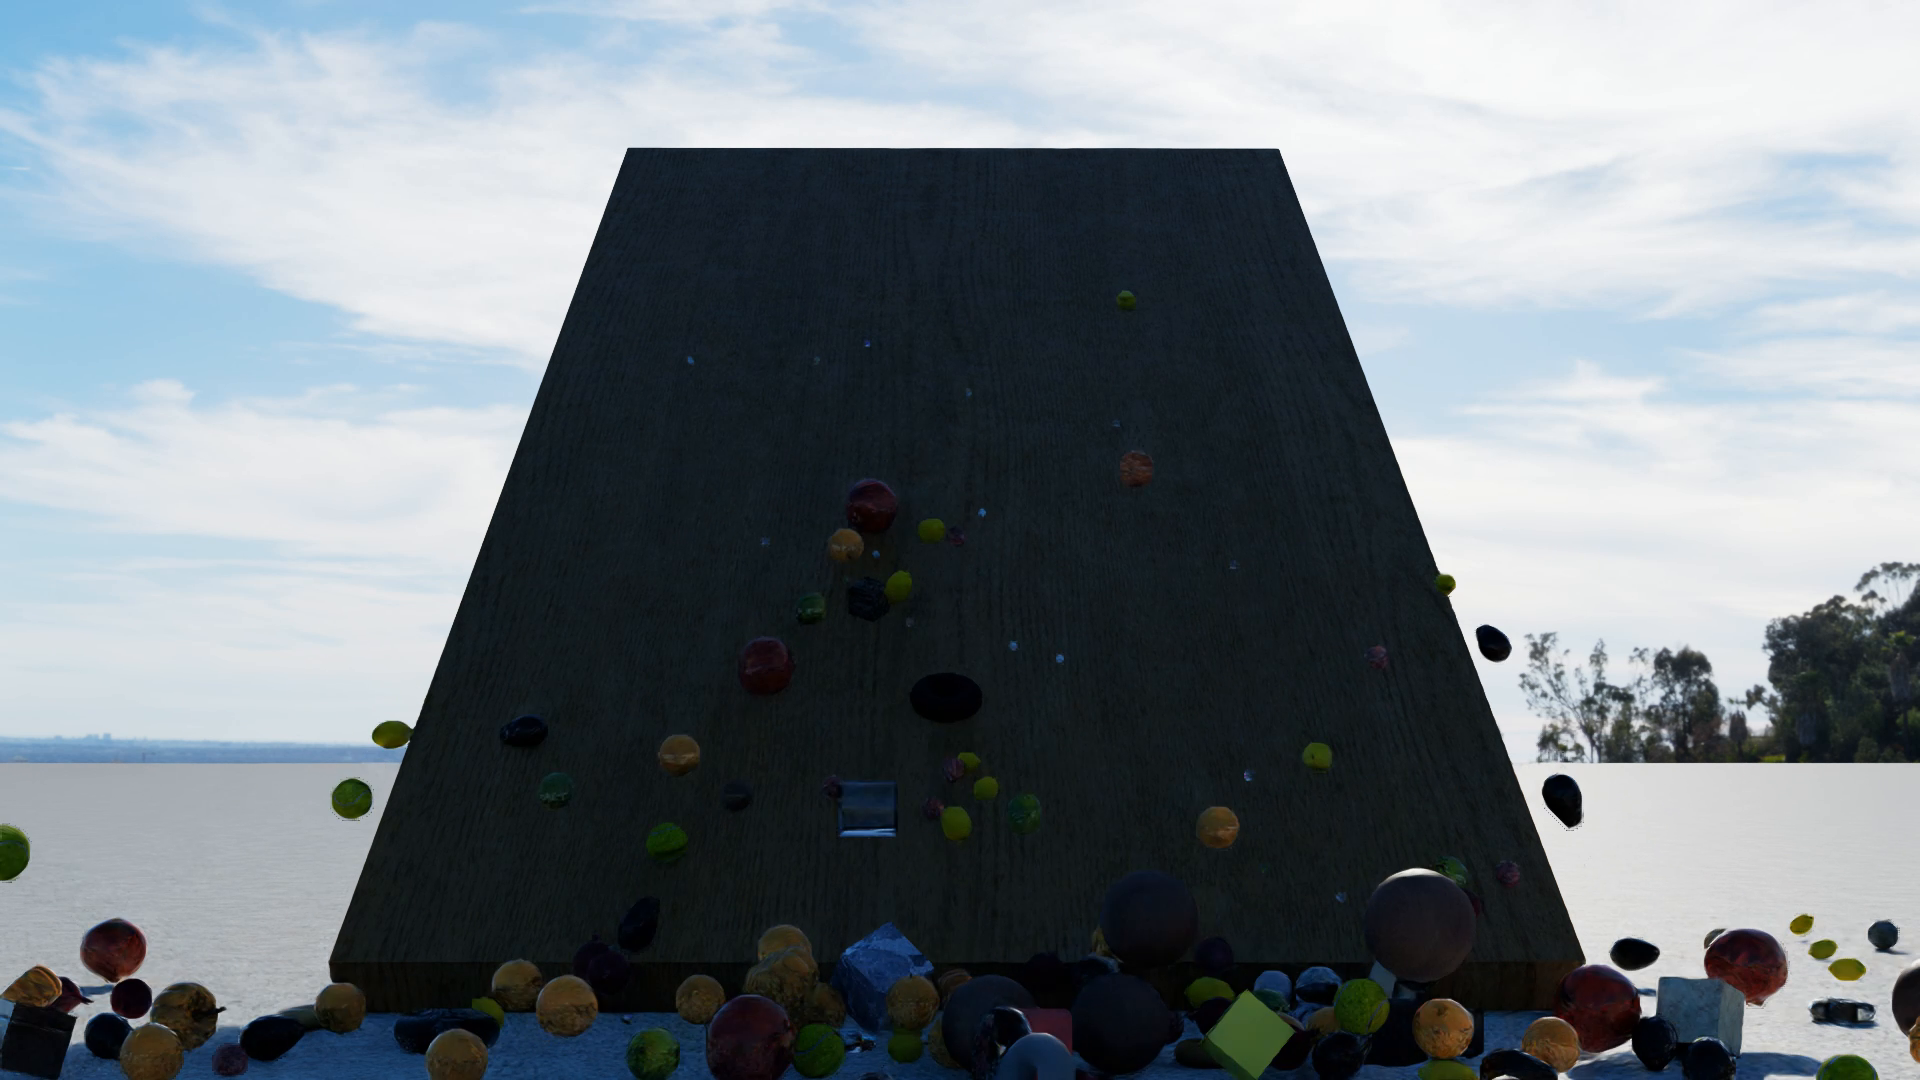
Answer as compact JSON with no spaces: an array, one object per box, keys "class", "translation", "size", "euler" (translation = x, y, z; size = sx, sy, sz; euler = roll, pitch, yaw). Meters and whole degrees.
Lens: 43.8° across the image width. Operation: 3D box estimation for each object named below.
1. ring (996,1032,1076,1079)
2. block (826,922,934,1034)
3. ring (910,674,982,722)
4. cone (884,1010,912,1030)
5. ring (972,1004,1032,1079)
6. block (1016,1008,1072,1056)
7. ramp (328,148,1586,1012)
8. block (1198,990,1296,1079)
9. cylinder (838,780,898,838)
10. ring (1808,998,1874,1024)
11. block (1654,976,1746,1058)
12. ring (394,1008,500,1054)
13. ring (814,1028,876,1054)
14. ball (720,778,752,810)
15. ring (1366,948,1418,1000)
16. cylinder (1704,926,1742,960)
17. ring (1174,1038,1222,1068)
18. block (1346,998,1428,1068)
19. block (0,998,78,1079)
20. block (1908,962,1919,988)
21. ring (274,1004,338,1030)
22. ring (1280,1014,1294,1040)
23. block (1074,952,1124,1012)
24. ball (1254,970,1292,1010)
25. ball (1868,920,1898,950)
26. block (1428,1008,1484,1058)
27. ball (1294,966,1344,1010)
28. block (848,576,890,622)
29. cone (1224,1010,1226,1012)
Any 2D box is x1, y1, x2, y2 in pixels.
[{"class":"ring","translation":[0.077,0.572,2.483],"size":[0.039,0.118,0.118],"euler":[21,-15,-30]},{"class":"block","translation":[-0.116,0.640,3.477],"size":[0.098,0.098,0.098],"euler":[-27,-30,-40]},{"class":"ring","translation":[-0.025,0.294,4.454],"size":[0.136,0.045,0.136],"euler":[1,28,-1]},{"class":"cone","translation":[-0.104,0.699,3.583],"size":[0.053,0.053,0.053],"euler":[-17,21,7]},{"class":"ring","translation":[0.048,0.591,2.713],"size":[0.041,0.123,0.123],"euler":[8,-8,-20]},{"class":"block","translation":[0.089,0.631,2.945],"size":[0.094,0.094,0.094],"euler":[0,-5,-2]},{"class":"ramp","translation":[-0.011,-0.223,5.581],"size":[2.000,0.100,4.000],"euler":[0,28,0]},{"class":"block","translation":[0.351,0.612,2.929],"size":[0.077,0.077,0.077],"euler":[40,-17,10]},{"class":"cylinder","translation":[-0.158,0.459,4.070],"size":[0.096,0.096,0.096],"euler":[1,-5,-7]},{"class":"ring","translation":[1.370,0.731,3.709],"size":[0.098,0.033,0.098],"euler":[1,-5,0]},{"class":"block","translation":[1.010,0.651,3.256],"size":[0.088,0.088,0.088],"euler":[-4,-24,38]},{"class":"ring","translation":[-0.721,0.690,3.349],"size":[0.147,0.049,0.147],"euler":[2,-2,0]},{"class":"ring","translation":[-0.159,0.698,3.325],"size":[0.087,0.029,0.087],"euler":[0,-6,0]},{"class":"ball","translation":[-0.390,0.444,4.157],"size":[0.056,0.056,0.056],"euler":[0,-5,0]},{"class":"ring","translation":[0.653,0.674,3.600],"size":[0.039,0.117,0.117],"euler":[1,-3,40]},{"class":"cylinder","translation":[1.543,0.815,4.823],"size":[0.065,0.065,0.065],"euler":[-3,-4,26]},{"class":"ring","translation":[0.334,0.682,3.168],"size":[0.098,0.033,0.098],"euler":[1,-6,0]},{"class":"block","translation":[0.574,0.661,3.210],"size":[0.080,0.080,0.080],"euler":[-4,-6,34]},{"class":"block","translation":[-1.188,0.635,3.039],"size":[0.080,0.080,0.080],"euler":[23,-17,-34]},{"class":"block","translation":[1.580,0.697,3.797],"size":[0.079,0.079,0.079],"euler":[35,-4,-5]},{"class":"ring","translation":[-0.990,0.723,3.612],"size":[0.094,0.031,0.094],"euler":[-1,-5,0]},{"class":"ring","translation":[0.505,0.711,3.481],"size":[0.094,0.031,0.094],"euler":[1,-6,0]},{"class":"block","translation":[0.217,0.687,3.704],"size":[0.057,0.057,0.057],"euler":[14,32,23]},{"class":"ball","translation":[0.482,0.691,3.669],"size":[0.060,0.060,0.060],"euler":[0,-5,0]},{"class":"ball","translation":[1.968,0.841,5.087],"size":[0.062,0.062,0.062],"euler":[0,-5,0]},{"class":"block","translation":[0.685,0.679,3.291],"size":[0.060,0.060,0.060],"euler":[-3,-6,29]},{"class":"ball","translation":[0.551,0.691,3.661],"size":[0.075,0.075,0.075],"euler":[0,-5,0]},{"class":"block","translation":[-0.181,0.119,4.766],"size":[0.060,0.060,0.060],"euler":[18,33,31]},{"class":"cone","translation":[0.352,0.688,3.240],"size":[0.071,0.071,0.071],"euler":[-35,-8,2]}]
